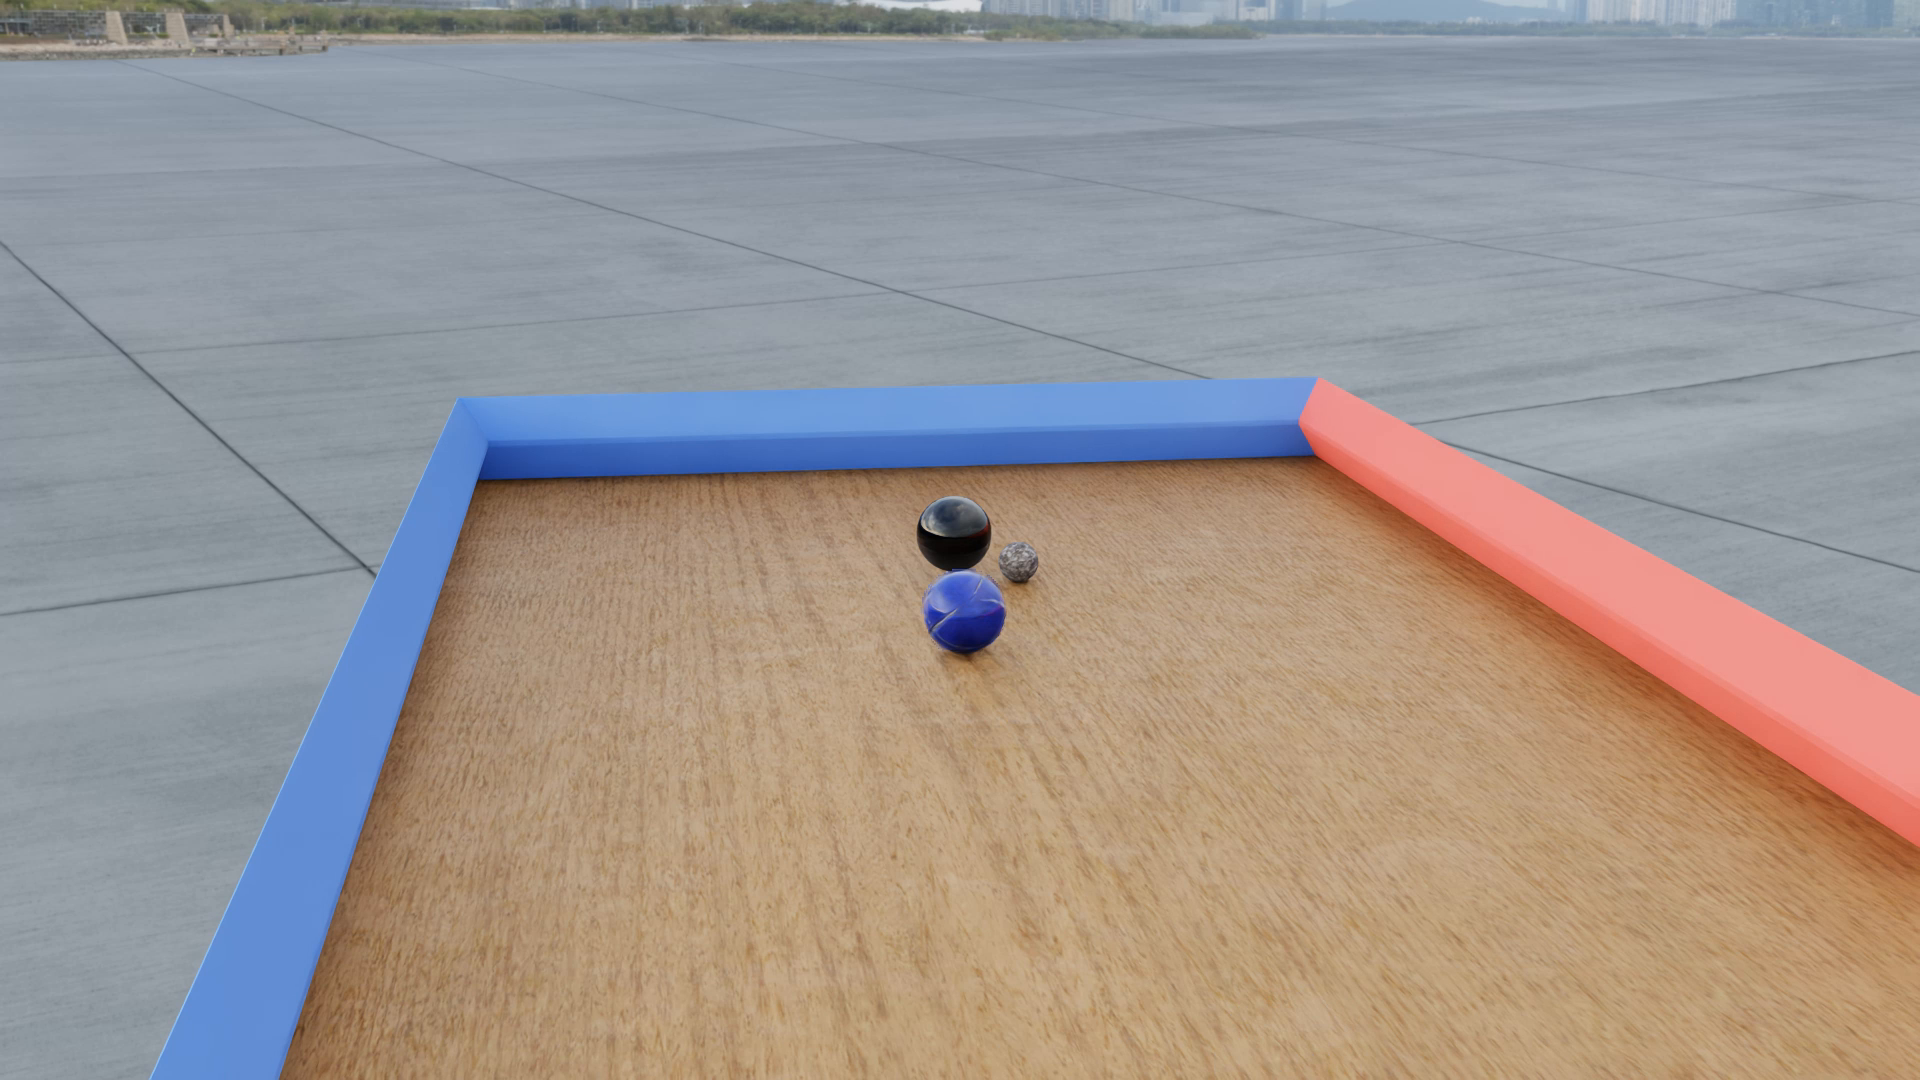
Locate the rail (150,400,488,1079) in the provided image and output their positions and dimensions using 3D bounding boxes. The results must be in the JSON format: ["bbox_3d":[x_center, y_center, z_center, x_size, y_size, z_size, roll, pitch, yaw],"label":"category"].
[{"bbox_3d":[-0.543,0.143,2.064,0.045,0.124,2.556,-2,14,-8],"label":"rail"}]

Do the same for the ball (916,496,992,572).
[{"bbox_3d":[-0.007,-0.008,2.758,0.095,0.095,0.095,0,14,0],"label":"ball"}]

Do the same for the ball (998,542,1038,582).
[{"bbox_3d":[0.072,0.027,2.711,0.050,0.050,0.050,0,14,0],"label":"ball"}]

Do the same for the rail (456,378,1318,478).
[{"bbox_3d":[-0.088,-0.168,3.360,1.330,0.124,0.045,-2,14,-8],"label":"rail"}]

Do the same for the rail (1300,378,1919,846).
[{"bbox_3d":[0.726,0.100,2.243,0.045,0.124,2.556,-2,14,-8],"label":"rail"}]

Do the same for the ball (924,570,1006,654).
[{"bbox_3d":[0.005,0.079,2.406,0.091,0.091,0.091,0,14,0],"label":"ball"}]
